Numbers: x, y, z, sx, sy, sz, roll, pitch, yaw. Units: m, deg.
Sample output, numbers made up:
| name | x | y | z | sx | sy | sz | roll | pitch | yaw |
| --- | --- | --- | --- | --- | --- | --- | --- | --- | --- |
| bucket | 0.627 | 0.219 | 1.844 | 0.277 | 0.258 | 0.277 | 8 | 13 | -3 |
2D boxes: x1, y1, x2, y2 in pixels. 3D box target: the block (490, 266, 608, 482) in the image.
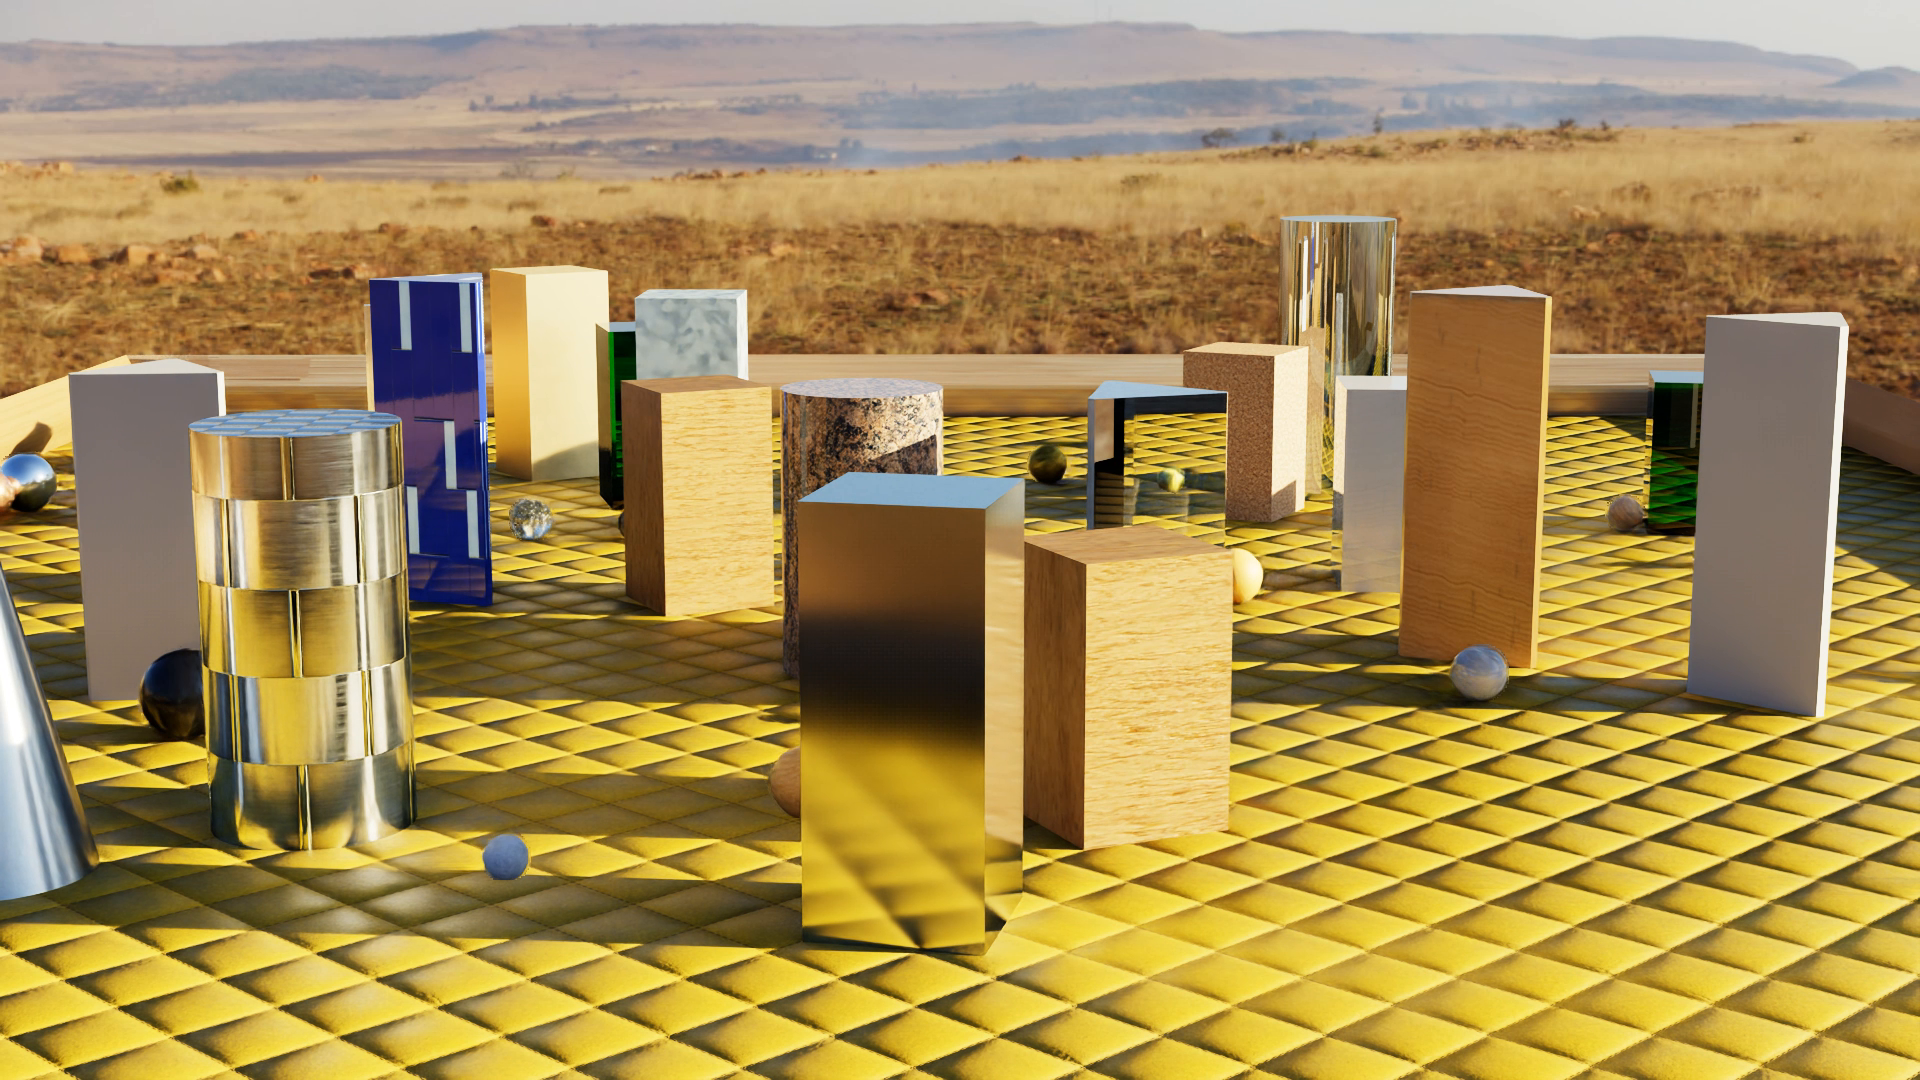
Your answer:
| name | x | y | z | sx | sy | sz | roll | pitch | yaw |
| --- | --- | --- | --- | --- | --- | --- | --- | --- | --- |
| block | -0.733 | -0.301 | 4.604 | 0.157 | 0.365 | 0.157 | -7 | 13 | -33 |

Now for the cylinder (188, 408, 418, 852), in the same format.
| name | x | y | z | sx | sy | sz | roll | pitch | yaw |
| --- | --- | --- | --- | --- | --- | --- | --- | --- | --- |
| cylinder | -0.629 | 0.081 | 2.467 | 0.196 | 0.392 | 0.196 | 0 | 11 | 0 |

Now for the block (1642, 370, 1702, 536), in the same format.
| name | x | y | z | sx | sy | sz | roll | pitch | yaw |
| --- | --- | --- | --- | --- | --- | --- | --- | --- | --- |
| block | 1.171 | -0.138 | 4.065 | 0.157 | 0.241 | 0.157 | 2 | 11 | 11 |

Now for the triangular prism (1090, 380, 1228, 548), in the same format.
| name | x | y | z | sx | sy | sz | roll | pitch | yaw |
| --- | --- | --- | --- | --- | --- | --- | --- | --- | --- |
| triangular prism | 0.200 | 0.002 | 2.983 | 0.170 | 0.360 | 0.147 | -4 | 11 | -20 |

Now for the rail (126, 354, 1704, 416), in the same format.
| name | x | y | z | sx | sy | sz | roll | pitch | yaw |
| --- | --- | --- | --- | --- | --- | --- | --- | --- | --- |
| rail | -0.011 | -0.321 | 5.355 | 3.462 | 0.127 | 0.045 | 0 | 11 | 0 |

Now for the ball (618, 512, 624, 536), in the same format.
| name | x | y | z | sx | sy | sz | roll | pitch | yaw |
| --- | --- | --- | --- | --- | --- | --- | --- | --- | --- |
| ball | -0.504 | -0.025 | 3.975 | 0.052 | 0.052 | 0.052 | 0 | 11 | 0 |

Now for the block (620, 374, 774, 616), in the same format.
| name | x | y | z | sx | sy | sz | roll | pitch | yaw |
| --- | --- | --- | --- | --- | --- | --- | --- | --- | --- |
| block | -0.359 | -0.064 | 3.504 | 0.157 | 0.300 | 0.157 | -5 | 12 | -27 |

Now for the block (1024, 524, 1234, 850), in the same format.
| name | x | y | z | sx | sy | sz | roll | pitch | yaw |
| --- | --- | --- | --- | --- | --- | --- | --- | --- | --- |
| block | 0.155 | 0.138 | 2.486 | 0.157 | 0.273 | 0.157 | -5 | 12 | -24 |

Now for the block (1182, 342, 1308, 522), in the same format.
| name | x | y | z | sx | sy | sz | roll | pitch | yaw |
| --- | --- | --- | --- | --- | --- | --- | --- | --- | --- |
| block | 0.467 | -0.180 | 4.210 | 0.157 | 0.269 | 0.157 | 5 | 12 | 27 |

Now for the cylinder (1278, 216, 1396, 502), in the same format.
| name | x | y | z | sx | sy | sz | roll | pitch | yaw |
| --- | --- | --- | --- | --- | --- | --- | --- | --- | --- |
| cylinder | 0.640 | -0.313 | 4.381 | 0.196 | 0.469 | 0.196 | 0 | 11 | 0 |

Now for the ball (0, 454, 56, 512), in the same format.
| name | x | y | z | sx | sy | sz | roll | pitch | yaw |
| --- | --- | --- | --- | --- | --- | --- | --- | --- | --- |
| ball | -1.539 | -0.094 | 4.226 | 0.096 | 0.096 | 0.096 | 0 | 11 | 0 |

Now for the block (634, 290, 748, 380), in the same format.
| name | x | y | z | sx | sy | sz | roll | pitch | yaw |
| --- | --- | --- | --- | --- | --- | --- | --- | --- | --- |
| block | -0.419 | -0.202 | 4.047 | 0.157 | 0.373 | 0.157 | 0 | 11 | 1 |

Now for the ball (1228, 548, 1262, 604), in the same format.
| name | x | y | z | sx | sy | sz | roll | pitch | yaw |
| --- | --- | --- | --- | --- | --- | --- | --- | --- | --- |
| ball | 0.376 | 0.049 | 3.509 | 0.076 | 0.076 | 0.076 | 0 | 11 | 0 |

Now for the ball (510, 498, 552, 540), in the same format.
| name | x | y | z | sx | sy | sz | roll | pitch | yaw |
| --- | --- | --- | --- | --- | --- | --- | --- | --- | --- |
| ball | -0.665 | -0.032 | 3.979 | 0.064 | 0.064 | 0.064 | 0 | 11 | 0 |

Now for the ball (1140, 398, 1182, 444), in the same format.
| name | x | y | z | sx | sy | sz | roll | pitch | yaw |
| --- | --- | --- | --- | --- | --- | --- | --- | --- | --- |
| ball | 0.393 | -0.229 | 4.969 | 0.090 | 0.090 | 0.090 | 0 | 11 | 0 |

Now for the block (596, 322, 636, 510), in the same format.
| name | x | y | z | sx | sy | sz | roll | pitch | yaw |
| --- | --- | --- | --- | --- | --- | --- | --- | --- | --- |
| block | -0.521 | -0.213 | 4.318 | 0.157 | 0.295 | 0.157 | -3 | 11 | -16 |

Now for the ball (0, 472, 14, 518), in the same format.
| name | x | y | z | sx | sy | sz | roll | pitch | yaw |
| --- | --- | --- | --- | --- | --- | --- | --- | --- | --- |
| ball | -1.572 | -0.073 | 4.144 | 0.084 | 0.084 | 0.084 | 0 | 11 | 0 |

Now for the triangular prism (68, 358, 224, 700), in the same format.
| name | x | y | z | sx | sy | sz | roll | pitch | yaw |
| --- | --- | --- | --- | --- | --- | --- | --- | --- | --- |
| triangular prism | -0.931 | -0.016 | 3.020 | 0.170 | 0.381 | 0.147 | -1 | 11 | -4 |

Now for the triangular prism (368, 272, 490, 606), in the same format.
| name | x | y | z | sx | sy | sz | roll | pitch | yaw |
| --- | --- | --- | --- | --- | --- | --- | --- | --- | --- |
| triangular prism | -0.696 | -0.144 | 3.552 | 0.170 | 0.440 | 0.147 | 4 | 11 | 19 |

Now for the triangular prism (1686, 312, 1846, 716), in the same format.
| name | x | y | z | sx | sy | sz | roll | pitch | yaw |
| --- | --- | --- | --- | --- | --- | --- | --- | --- | --- |
| triangular prism | 0.966 | -0.038 | 2.970 | 0.147 | 0.442 | 0.170 | -10 | 15 | -44 |

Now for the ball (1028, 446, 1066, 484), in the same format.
| name | x | y | z | sx | sy | sz | roll | pitch | yaw |
| --- | --- | --- | --- | --- | --- | --- | --- | --- | --- |
| ball | 0.154 | -0.133 | 4.511 | 0.067 | 0.067 | 0.067 | 0 | 11 | 0 |

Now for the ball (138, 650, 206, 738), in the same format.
| name | x | y | z | sx | sy | sz | roll | pitch | yaw |
| --- | --- | --- | --- | --- | --- | --- | --- | --- | --- |
| ball | -0.847 | 0.168 | 2.804 | 0.098 | 0.098 | 0.098 | 0 | 11 | 0 |

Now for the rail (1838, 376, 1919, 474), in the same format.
| name | x | y | z | sx | sy | sz | roll | pitch | yaw |
| --- | --- | --- | --- | --- | --- | --- | --- | --- | --- |
| rail | 1.708 | 0.031 | 3.459 | 0.045 | 0.127 | 3.924 | 0 | 11 | 0 |

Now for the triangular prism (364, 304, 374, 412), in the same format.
| name | x | y | z | sx | sy | sz | roll | pitch | yaw |
| --- | --- | --- | --- | --- | --- | --- | --- | --- | --- |
| triangular prism | -0.877 | -0.228 | 4.283 | 0.170 | 0.338 | 0.147 | 3 | 11 | 16 |

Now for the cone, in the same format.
| name | x | y | z | sx | sy | sz | roll | pitch | yaw |
| --- | --- | --- | --- | --- | --- | --- | --- | --- | --- |
| cone | -0.891 | 0.101 | 2.312 | 0.196 | 0.410 | 0.196 | 0 | 11 | 0 |

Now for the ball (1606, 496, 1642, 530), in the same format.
| name | x | y | z | sx | sy | sz | roll | pitch | yaw |
| --- | --- | --- | --- | --- | --- | --- | --- | --- | --- |
| ball | 1.051 | -0.041 | 4.055 | 0.054 | 0.054 | 0.054 | 0 | 11 | 0 |

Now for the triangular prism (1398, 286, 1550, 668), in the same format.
| name | x | y | z | sx | sy | sz | roll | pitch | yaw |
| --- | --- | --- | --- | --- | --- | --- | --- | --- | --- |
| triangular prism | 0.656 | -0.085 | 3.194 | 0.170 | 0.453 | 0.147 | 5 | 12 | 25 |

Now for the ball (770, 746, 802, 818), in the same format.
| name | x | y | z | sx | sy | sz | roll | pitch | yaw |
| --- | --- | --- | --- | --- | --- | --- | --- | --- | --- |
| ball | -0.150 | 0.236 | 2.510 | 0.071 | 0.071 | 0.071 | 0 | 11 | 0 |

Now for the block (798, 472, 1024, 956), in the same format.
| name | x | y | z | sx | sy | sz | roll | pitch | yaw |
| --- | --- | --- | --- | --- | --- | --- | --- | --- | --- |
| block | -0.038 | 0.142 | 2.181 | 0.157 | 0.376 | 0.157 | 2 | 11 | 13 |

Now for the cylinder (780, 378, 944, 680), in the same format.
| name | x | y | z | sx | sy | sz | roll | pitch | yaw |
| --- | --- | --- | --- | --- | --- | --- | --- | --- | --- |
| cylinder | -0.118 | -0.014 | 3.109 | 0.196 | 0.344 | 0.196 | 0 | 11 | 0 |

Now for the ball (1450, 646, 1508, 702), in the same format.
| name | x | y | z | sx | sy | sz | roll | pitch | yaw |
| --- | --- | --- | --- | --- | --- | --- | --- | --- | --- |
| ball | 0.601 | 0.154 | 2.971 | 0.064 | 0.064 | 0.064 | 0 | 11 | 0 |

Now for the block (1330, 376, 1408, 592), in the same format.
| name | x | y | z | sx | sy | sz | roll | pitch | yaw |
| --- | --- | --- | --- | --- | --- | --- | --- | --- | --- |
| block | 0.615 | -0.081 | 3.633 | 0.157 | 0.286 | 0.157 | 1 | 11 | 3 |

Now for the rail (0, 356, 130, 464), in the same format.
| name | x | y | z | sx | sy | sz | roll | pitch | yaw |
| --- | --- | --- | --- | --- | --- | --- | --- | --- | --- |
| rail | -1.708 | 0.035 | 3.439 | 0.045 | 0.127 | 3.924 | 0 | 11 | 0 |

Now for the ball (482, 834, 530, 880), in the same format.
| name | x | y | z | sx | sy | sz | roll | pitch | yaw |
| --- | --- | --- | --- | --- | --- | --- | --- | --- | --- |
| ball | -0.411 | 0.287 | 2.321 | 0.041 | 0.041 | 0.041 | 0 | 11 | 0 |
